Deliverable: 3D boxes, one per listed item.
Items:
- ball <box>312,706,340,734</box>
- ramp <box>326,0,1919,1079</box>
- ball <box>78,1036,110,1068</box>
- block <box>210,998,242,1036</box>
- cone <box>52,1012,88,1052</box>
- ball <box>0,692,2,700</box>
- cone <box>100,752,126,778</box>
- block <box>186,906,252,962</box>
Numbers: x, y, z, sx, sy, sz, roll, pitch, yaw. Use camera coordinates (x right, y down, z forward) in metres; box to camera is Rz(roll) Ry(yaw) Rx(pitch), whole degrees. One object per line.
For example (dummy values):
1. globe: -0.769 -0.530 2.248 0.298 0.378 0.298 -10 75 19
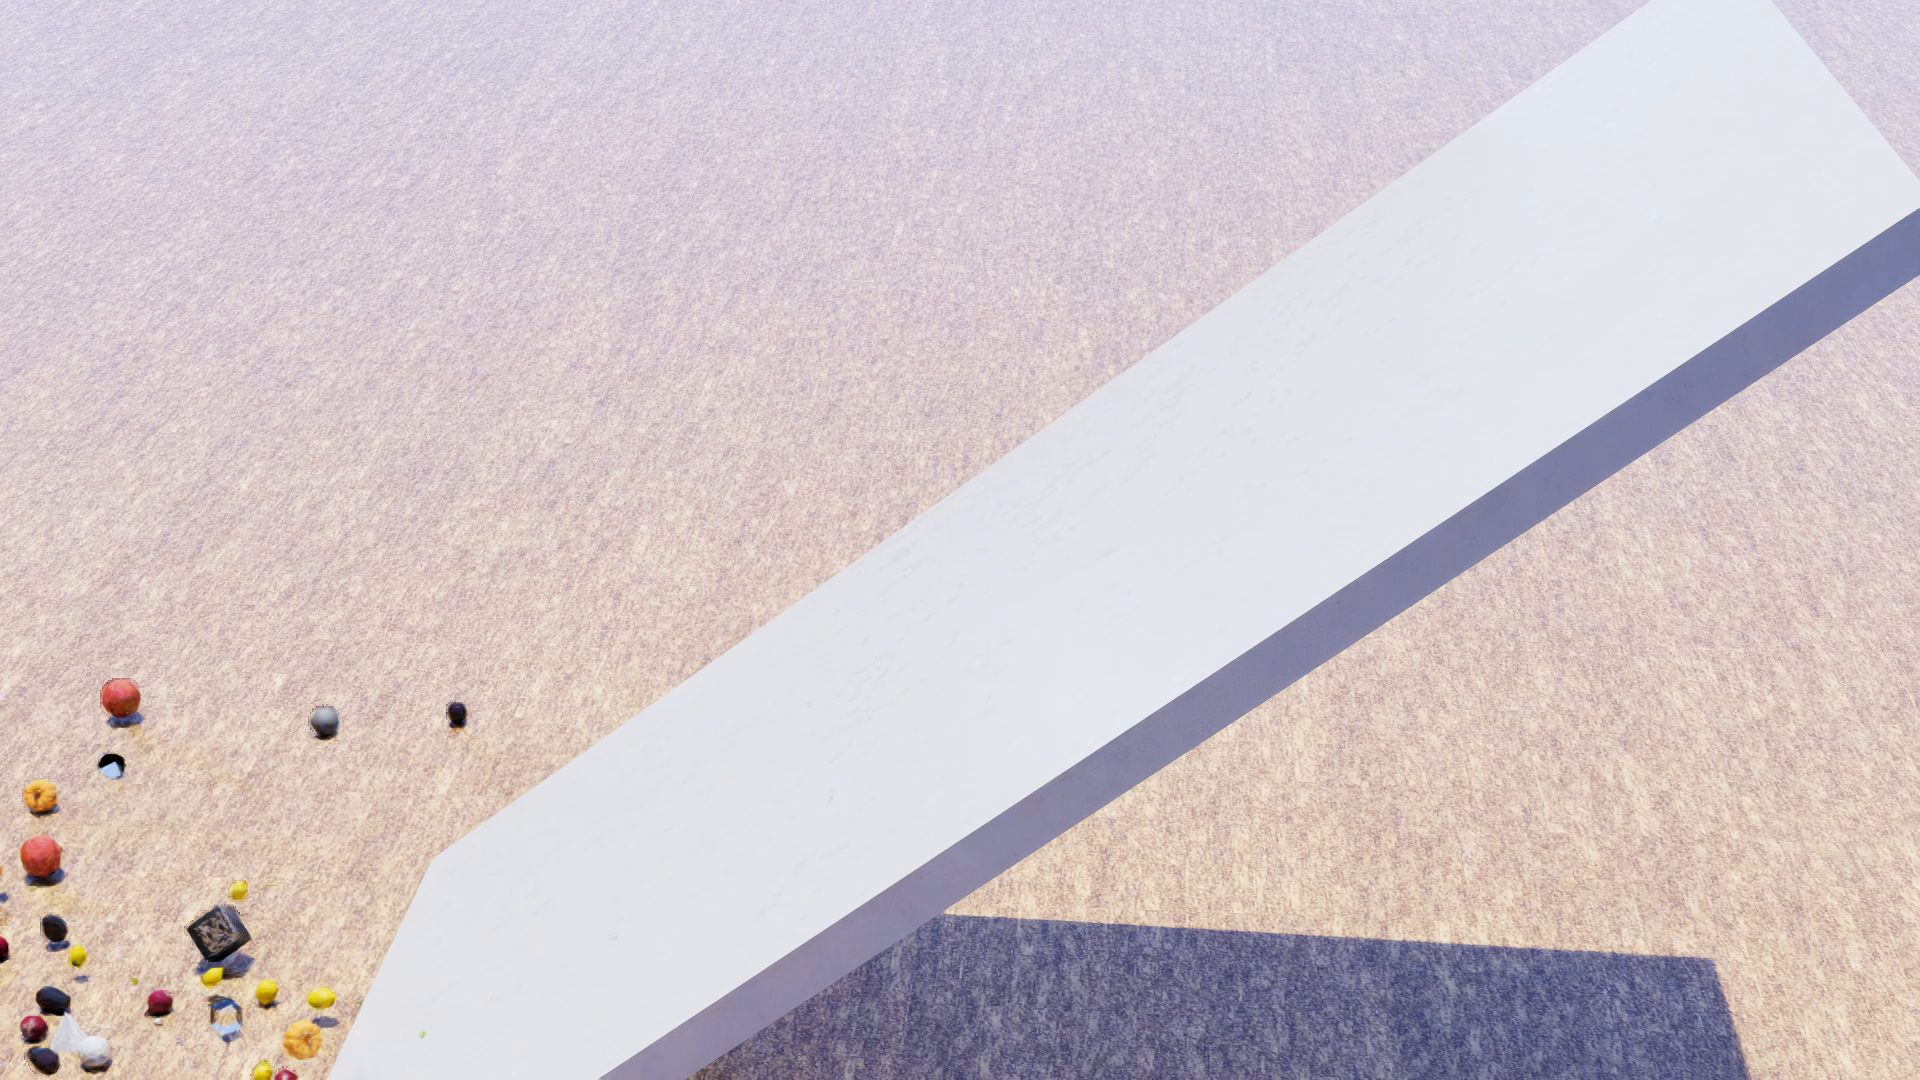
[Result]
1. ball: -1.869 0.532 8.658 0.082 0.082 0.082 0 23 0
2. ramp: 0.126 0.181 6.329 4.000 0.100 2.000 -35 16 17
3. ball: -2.072 1.224 7.041 0.075 0.075 0.075 0 23 0
4. block: -1.785 1.159 7.157 0.056 0.056 0.056 -17 31 -39
5. cone: -2.162 1.180 7.126 0.089 0.089 0.089 0 23 0
6. ball: -2.915 0.468 8.793 0.095 0.095 0.095 0 23 0
7. cone: -2.423 0.636 8.427 0.073 0.073 0.073 -3 11 -7
8. block: -1.874 0.996 7.440 0.099 0.099 0.099 -36 -12 2
